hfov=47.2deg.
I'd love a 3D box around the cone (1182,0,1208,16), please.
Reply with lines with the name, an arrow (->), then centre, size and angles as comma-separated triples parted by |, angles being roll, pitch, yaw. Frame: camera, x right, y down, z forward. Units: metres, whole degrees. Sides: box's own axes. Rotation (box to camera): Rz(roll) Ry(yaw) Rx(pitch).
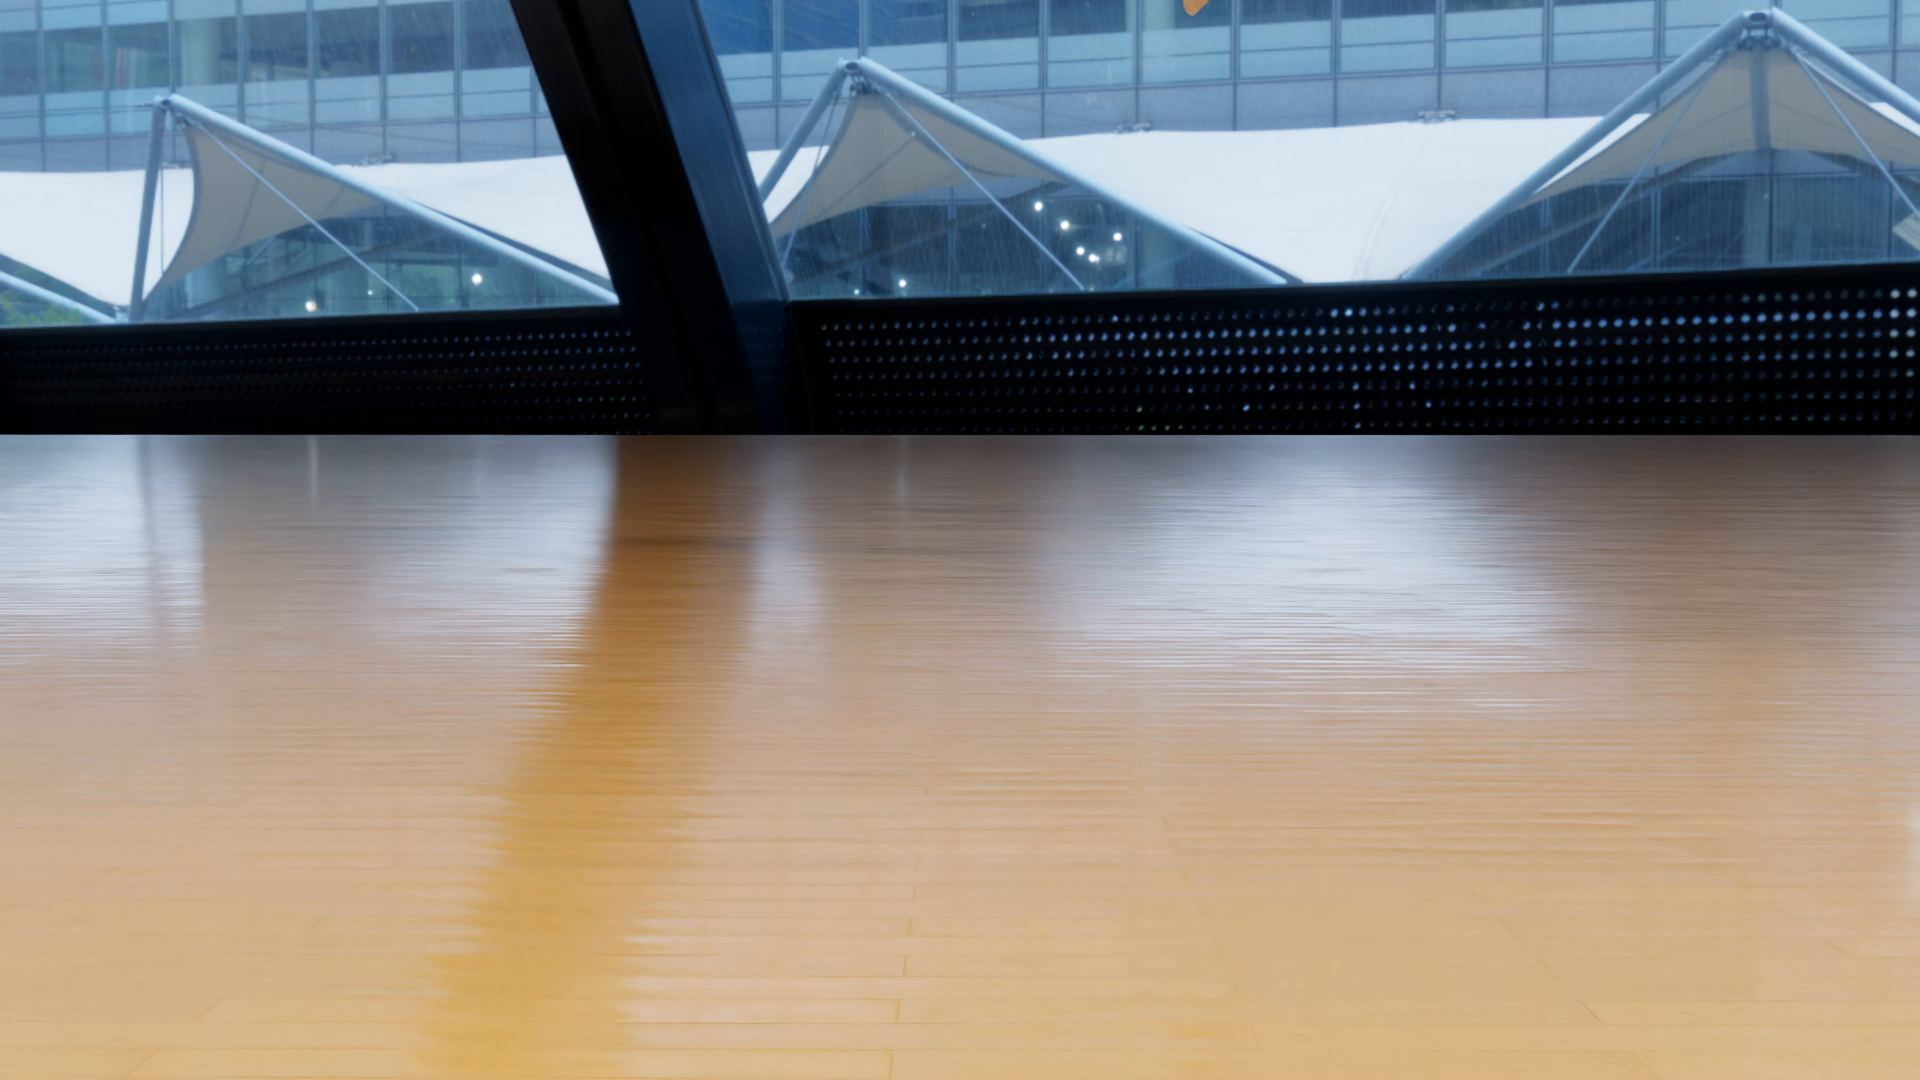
cone -> 0.949, -2.119, 8.353 | 0.152, 0.247, 0.213 | 5, 23, 28
